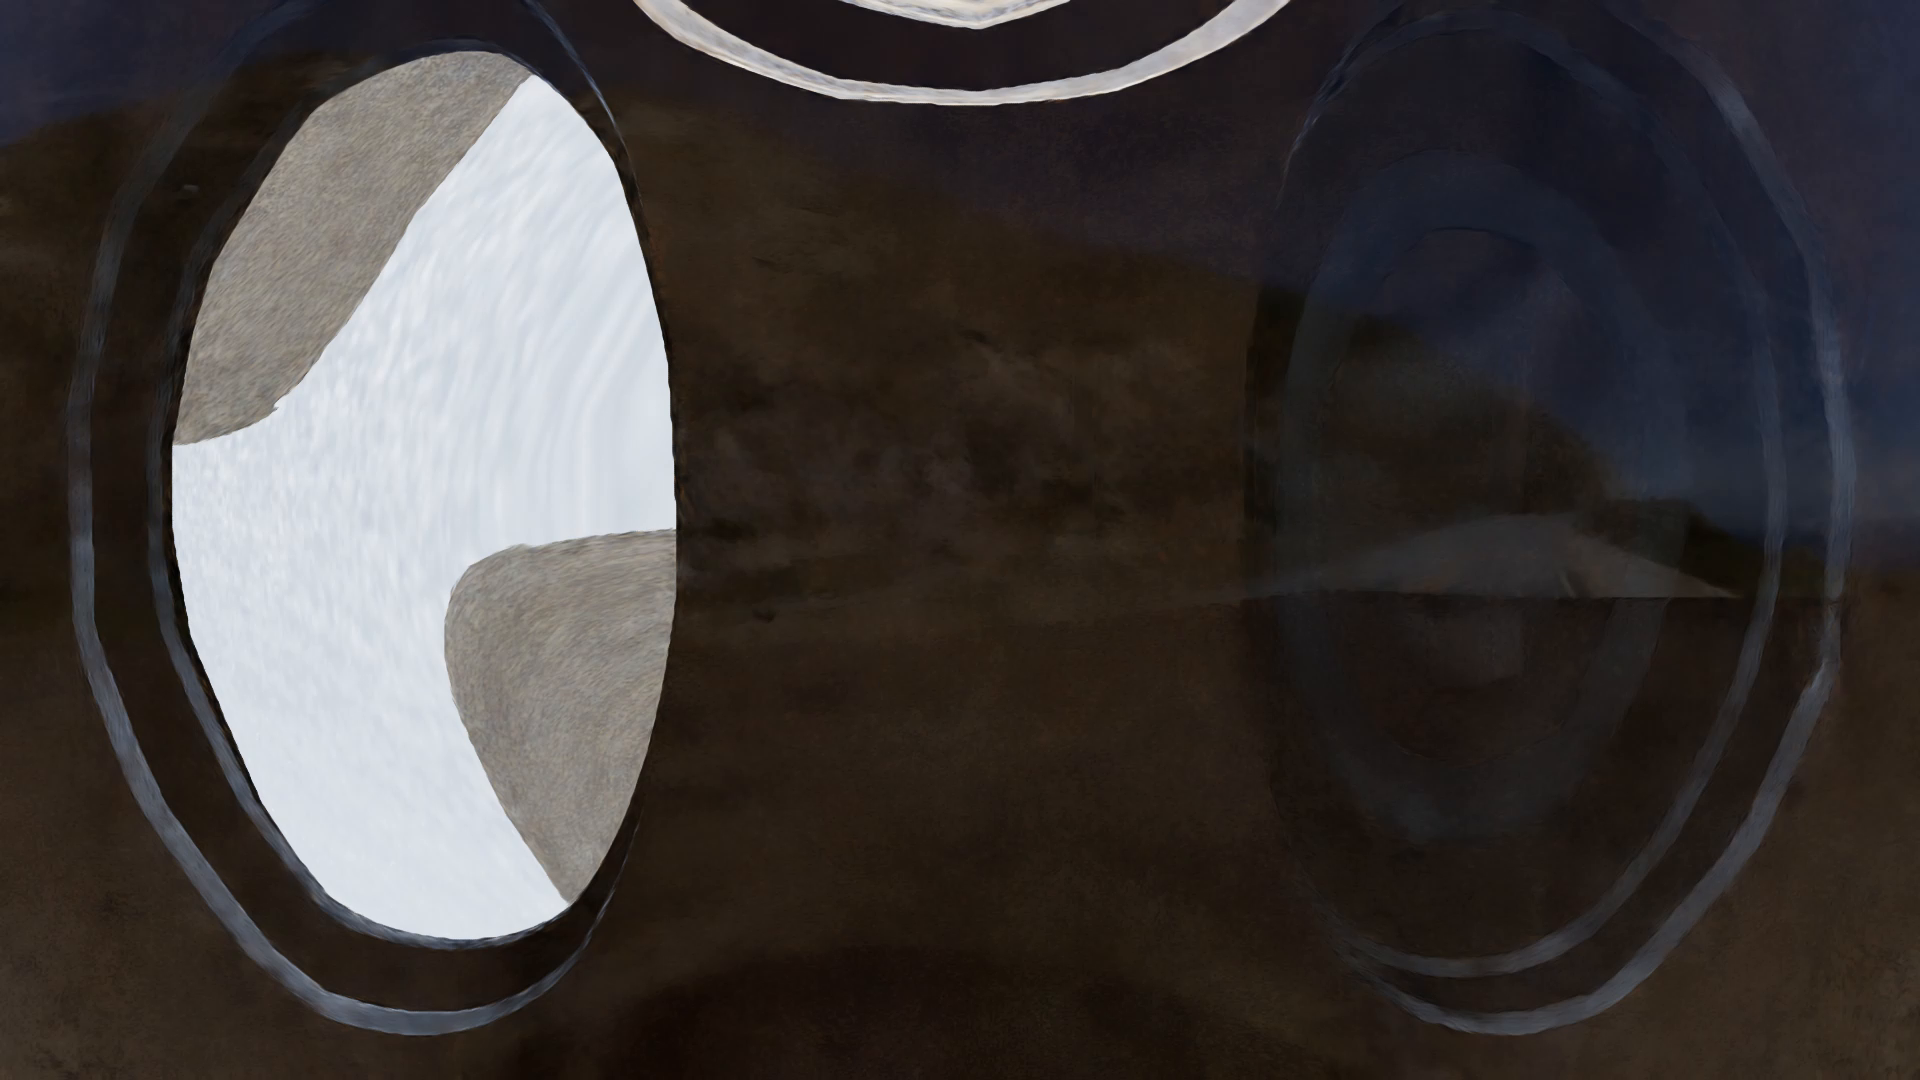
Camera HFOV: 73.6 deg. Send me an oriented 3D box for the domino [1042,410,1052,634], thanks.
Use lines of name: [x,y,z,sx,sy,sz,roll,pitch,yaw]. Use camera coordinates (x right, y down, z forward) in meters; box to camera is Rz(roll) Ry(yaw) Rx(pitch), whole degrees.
domino: [0.007,-0.004,0.290,0.025,0.050,0.010,2,5,22]

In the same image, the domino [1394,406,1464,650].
domino: [0.103,-0.003,0.276,0.010,0.050,0.025,4,6,36]

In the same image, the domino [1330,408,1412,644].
domino: [0.091,-0.004,0.284,0.010,0.050,0.025,3,5,33]

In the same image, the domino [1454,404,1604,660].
domino: [0.117,-0.002,0.264,0.009,0.050,0.025,-1,4,-32]

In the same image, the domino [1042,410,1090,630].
domino: [0.019,-0.005,0.306,0.010,0.050,0.025,-3,5,-32]

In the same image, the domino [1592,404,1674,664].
domino: [0.133,-0.002,0.259,0.010,0.050,0.025,1,4,9]

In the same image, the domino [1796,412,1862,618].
domino: [0.221,-0.007,0.325,0.010,0.050,0.025,4,6,40]

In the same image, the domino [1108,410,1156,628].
domino: [0.041,-0.006,0.308,0.009,0.050,0.025,1,4,11]

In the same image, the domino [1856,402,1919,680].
domino: [0.180,0.000,0.240,0.010,0.050,0.025,1,4,15]

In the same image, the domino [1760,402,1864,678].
domino: [0.163,-0.001,0.246,0.009,0.050,0.025,2,5,21]

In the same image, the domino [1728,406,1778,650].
domino: [0.167,-0.003,0.276,0.009,0.050,0.025,4,6,43]

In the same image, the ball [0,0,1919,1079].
ball: [0.000,-0.002,0.056,0.080,0.080,0.080,0,4,0]

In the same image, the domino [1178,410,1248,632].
domino: [0.059,-0.005,0.302,0.009,0.050,0.025,2,5,25]

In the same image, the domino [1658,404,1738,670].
domino: [0.145,-0.001,0.253,0.009,0.050,0.025,2,5,24]

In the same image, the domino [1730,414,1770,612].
domino: [0.205,-0.008,0.336,0.010,0.050,0.025,2,5,28]

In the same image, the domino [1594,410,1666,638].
domino: [0.153,-0.004,0.290,0.025,0.050,0.009,-3,5,-36]

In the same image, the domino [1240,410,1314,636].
domino: [0.073,-0.005,0.295,0.009,0.050,0.025,2,5,29]

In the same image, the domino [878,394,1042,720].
domino: [0.000,0.002,0.201,0.025,0.050,0.010,0,4,0]
